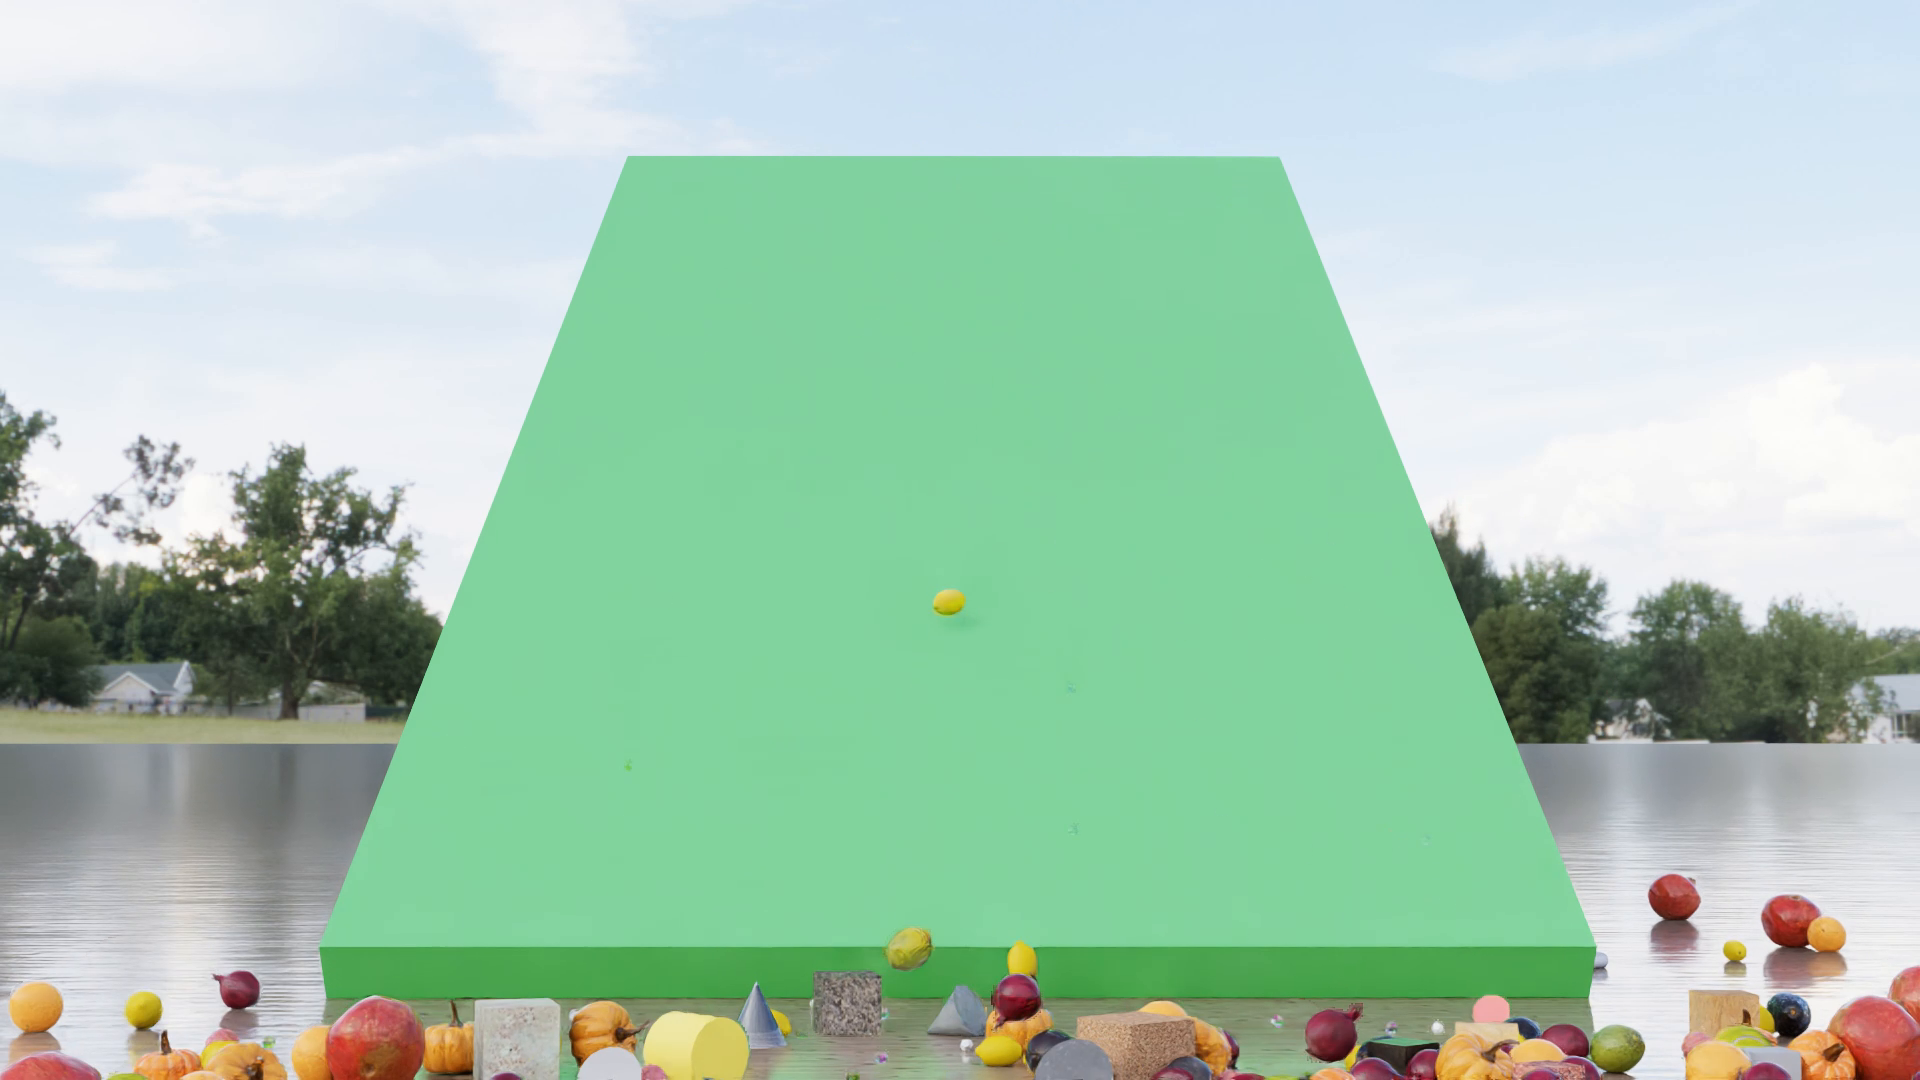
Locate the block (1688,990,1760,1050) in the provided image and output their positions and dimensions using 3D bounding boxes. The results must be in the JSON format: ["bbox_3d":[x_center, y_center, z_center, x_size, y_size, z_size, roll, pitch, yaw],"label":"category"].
[{"bbox_3d":[1.022,0.641,3.169,0.072,0.072,0.072,0,-5,0],"label":"block"}]

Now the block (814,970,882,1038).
[{"bbox_3d":[-0.157,0.647,3.308,0.082,0.082,0.082,1,-5,-13],"label":"block"}]

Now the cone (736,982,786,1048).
[{"bbox_3d":[-0.274,0.636,3.191,0.085,0.085,0.085,0,-5,0],"label":"cone"}]

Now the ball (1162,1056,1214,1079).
[{"bbox_3d":[0.252,0.601,2.622,0.059,0.059,0.059,0,-5,0],"label":"ball"}]

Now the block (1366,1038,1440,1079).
[{"bbox_3d":[0.515,0.613,2.754,0.059,0.059,0.059,4,-6,-38],"label":"block"}]

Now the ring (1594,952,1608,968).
[{"bbox_3d":[1.122,0.754,4.260,0.084,0.028,0.084,1,-6,0],"label":"ring"}]

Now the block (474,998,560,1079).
[{"bbox_3d":[-0.537,0.606,2.870,0.091,0.091,0.091,2,-5,-18],"label":"block"}]

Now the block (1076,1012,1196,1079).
[{"bbox_3d":[0.199,0.589,2.682,0.095,0.095,0.095,4,-6,-36],"label":"block"}]

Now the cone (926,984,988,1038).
[{"bbox_3d":[-0.016,0.669,3.284,0.079,0.079,0.079,-31,-17,22],"label":"cone"}]

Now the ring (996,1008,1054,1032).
[{"bbox_3d":[0.092,0.678,3.347,0.083,0.028,0.083,-1,-5,0],"label":"ring"}]

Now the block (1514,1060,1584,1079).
[{"bbox_3d":[0.646,0.602,2.599,0.054,0.054,0.054,3,-6,-32],"label":"block"}]

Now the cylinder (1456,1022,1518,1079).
[{"bbox_3d":[0.627,0.612,2.822,0.072,0.072,0.072,-1,-5,12],"label":"cylinder"}]

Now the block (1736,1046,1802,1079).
[{"bbox_3d":[0.928,0.612,2.722,0.054,0.054,0.054,0,-5,-3],"label":"block"}]

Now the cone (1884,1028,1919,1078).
[{"bbox_3d":[1.165,0.638,2.874,0.065,0.065,0.065,0,22,-4],"label":"cone"}]

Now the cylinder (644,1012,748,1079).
[{"bbox_3d":[-0.309,0.601,2.781,0.087,0.087,0.087,-5,-7,44],"label":"cylinder"}]

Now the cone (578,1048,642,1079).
[{"bbox_3d":[-0.384,0.618,2.662,0.074,0.074,0.074,-1,-31,9],"label":"cone"}]

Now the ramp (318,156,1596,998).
[{"bbox_3d":[-0.011,-0.227,5.515,2.000,0.100,4.000,0,27,0],"label":"ramp"}]
